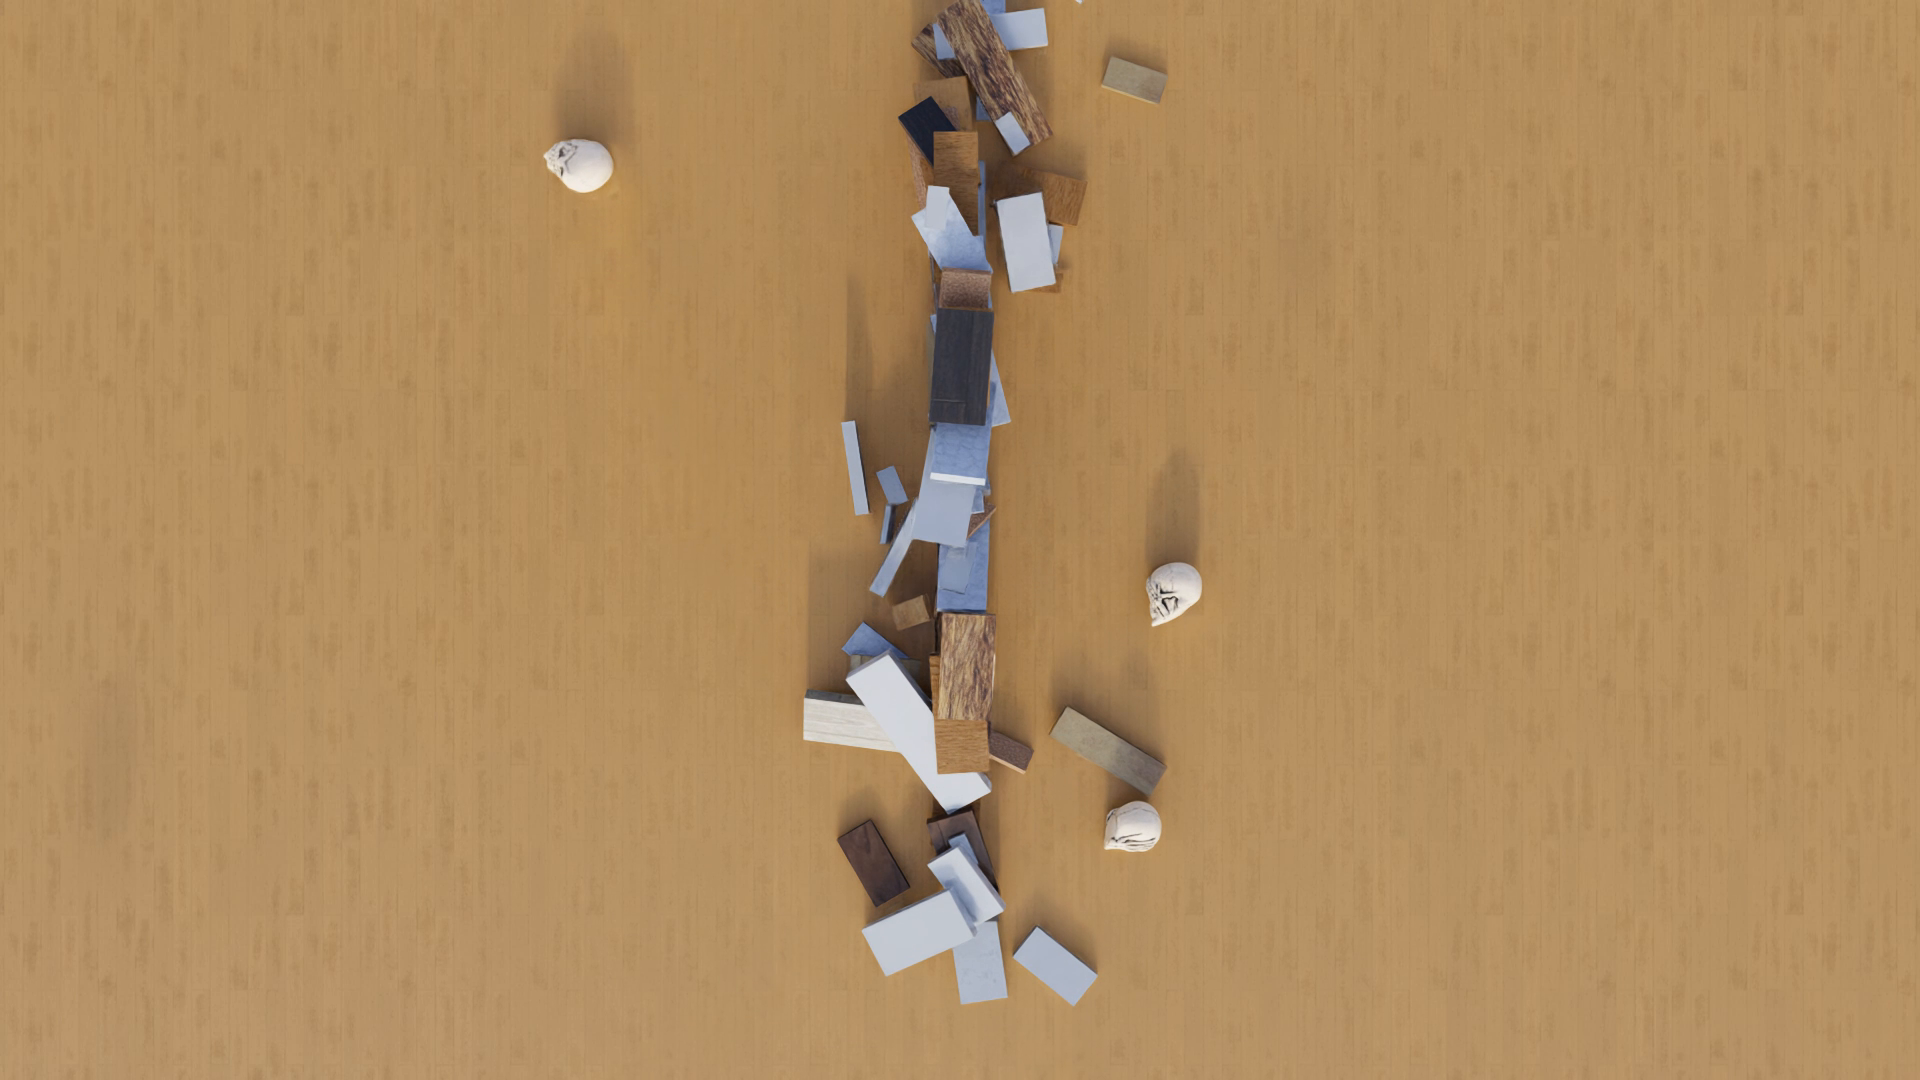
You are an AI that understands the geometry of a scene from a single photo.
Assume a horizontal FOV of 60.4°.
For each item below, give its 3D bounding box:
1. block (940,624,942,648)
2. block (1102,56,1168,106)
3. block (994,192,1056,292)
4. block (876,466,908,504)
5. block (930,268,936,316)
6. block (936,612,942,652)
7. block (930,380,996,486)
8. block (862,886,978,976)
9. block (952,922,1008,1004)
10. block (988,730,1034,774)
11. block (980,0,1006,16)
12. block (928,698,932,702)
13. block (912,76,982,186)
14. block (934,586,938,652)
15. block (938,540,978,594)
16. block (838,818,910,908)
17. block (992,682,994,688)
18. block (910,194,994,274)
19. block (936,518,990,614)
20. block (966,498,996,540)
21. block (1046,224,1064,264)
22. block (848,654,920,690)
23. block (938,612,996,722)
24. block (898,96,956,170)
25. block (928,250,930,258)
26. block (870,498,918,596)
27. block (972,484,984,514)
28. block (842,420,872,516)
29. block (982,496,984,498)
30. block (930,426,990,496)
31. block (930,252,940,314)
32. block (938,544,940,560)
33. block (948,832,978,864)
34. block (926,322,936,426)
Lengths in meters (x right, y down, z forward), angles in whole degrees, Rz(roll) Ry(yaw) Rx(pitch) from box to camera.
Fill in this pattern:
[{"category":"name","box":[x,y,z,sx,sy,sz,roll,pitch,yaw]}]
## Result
[{"category":"block","box":[0.006,0.401,5.397,0.148,0.042,0.295,1,126,0]},{"category":"block","box":[0.581,-1.526,5.486,0.201,0.028,0.100,19,90,0]},{"category":"block","box":[0.213,-0.977,5.411,0.151,0.043,0.302,-12,106,-7]},{"category":"block","box":[-0.225,-0.178,5.491,0.064,0.018,0.128,-23,90,0]},{"category":"block","box":[-0.016,-0.828,5.425,0.166,0.047,0.563,-2,90,0]},{"category":"block","box":[-0.002,0.343,5.405,0.134,0.038,0.268,-2,126,1]},{"category":"block","box":[0.012,-0.344,5.151,0.170,0.048,0.339,7,68,0]},{"category":"block","box":[-0.134,1.286,5.421,0.347,0.049,0.174,-28,90,19]},{"category":"block","box":[0.058,1.369,5.478,0.157,0.044,0.314,-9,90,0]},{"category":"block","box":[0.153,0.700,5.467,0.169,0.024,0.085,26,57,0]},{"category":"block","box":[0.093,-1.761,5.484,0.115,0.033,0.230,0,90,0]},{"category":"block","box":[-0.071,0.602,5.440,0.295,0.042,0.148,13,124,1]},{"category":"block","box":[-0.043,-1.332,5.424,0.176,0.050,0.353,-8,90,0]},{"category":"block","box":[-0.016,0.274,5.413,0.134,0.038,0.268,0,122,0]},{"category":"block","box":[-0.005,0.081,5.218,0.085,0.024,0.170,14,74,4]},{"category":"block","box":[-0.288,1.074,5.482,0.130,0.037,0.259,-30,90,0]},{"category":"block","box":[0.034,0.472,5.396,0.148,0.042,0.295,2,126,-1]},{"category":"block","box":[-0.024,-0.920,5.141,0.139,0.039,0.277,-30,98,3]},{"category":"block","box":[0.011,0.074,5.255,0.156,0.044,0.312,2,74,1]},{"category":"block","box":[0.028,-0.068,5.253,0.085,0.024,0.170,37,65,18]},{"category":"block","box":[0.304,-0.986,5.491,0.062,0.018,0.124,10,90,0]},{"category":"block","box":[-0.249,0.444,5.451,0.230,0.033,0.115,5,90,0]},{"category":"block","box":[0.022,0.397,5.187,0.167,0.047,0.335,3,97,-1]},{"category":"block","box":[-0.074,-1.278,5.259,0.128,0.036,0.256,-33,77,-5]},{"category":"block","box":[-0.034,-1.095,5.377,0.166,0.047,0.331,-5,90,0]},{"category":"block","box":[-0.198,0.022,5.415,0.047,0.167,0.335,27,90,-4]},{"category":"block","box":[0.024,-0.167,5.251,0.085,0.024,0.170,-7,77,-2]},{"category":"block","box":[-0.341,-0.234,5.424,0.043,0.152,0.303,-9,90,0]},{"category":"block","box":[-0.002,-0.284,5.416,0.155,0.044,0.310,-1,66,0]},{"category":"block","box":[-0.003,-0.281,5.367,0.155,0.044,0.310,-9,66,-4]},{"category":"block","box":[0.002,-0.774,5.289,0.168,0.048,0.336,-6,75,1]},{"category":"block","box":[0.004,-0.054,5.402,0.156,0.044,0.312,-1,60,0]},{"category":"block","box":[0.011,1.020,5.402,0.058,0.016,0.115,-22,101,6]},{"category":"block","box":[-0.022,-0.542,5.369,0.166,0.047,0.331,-1,88,0]}]
